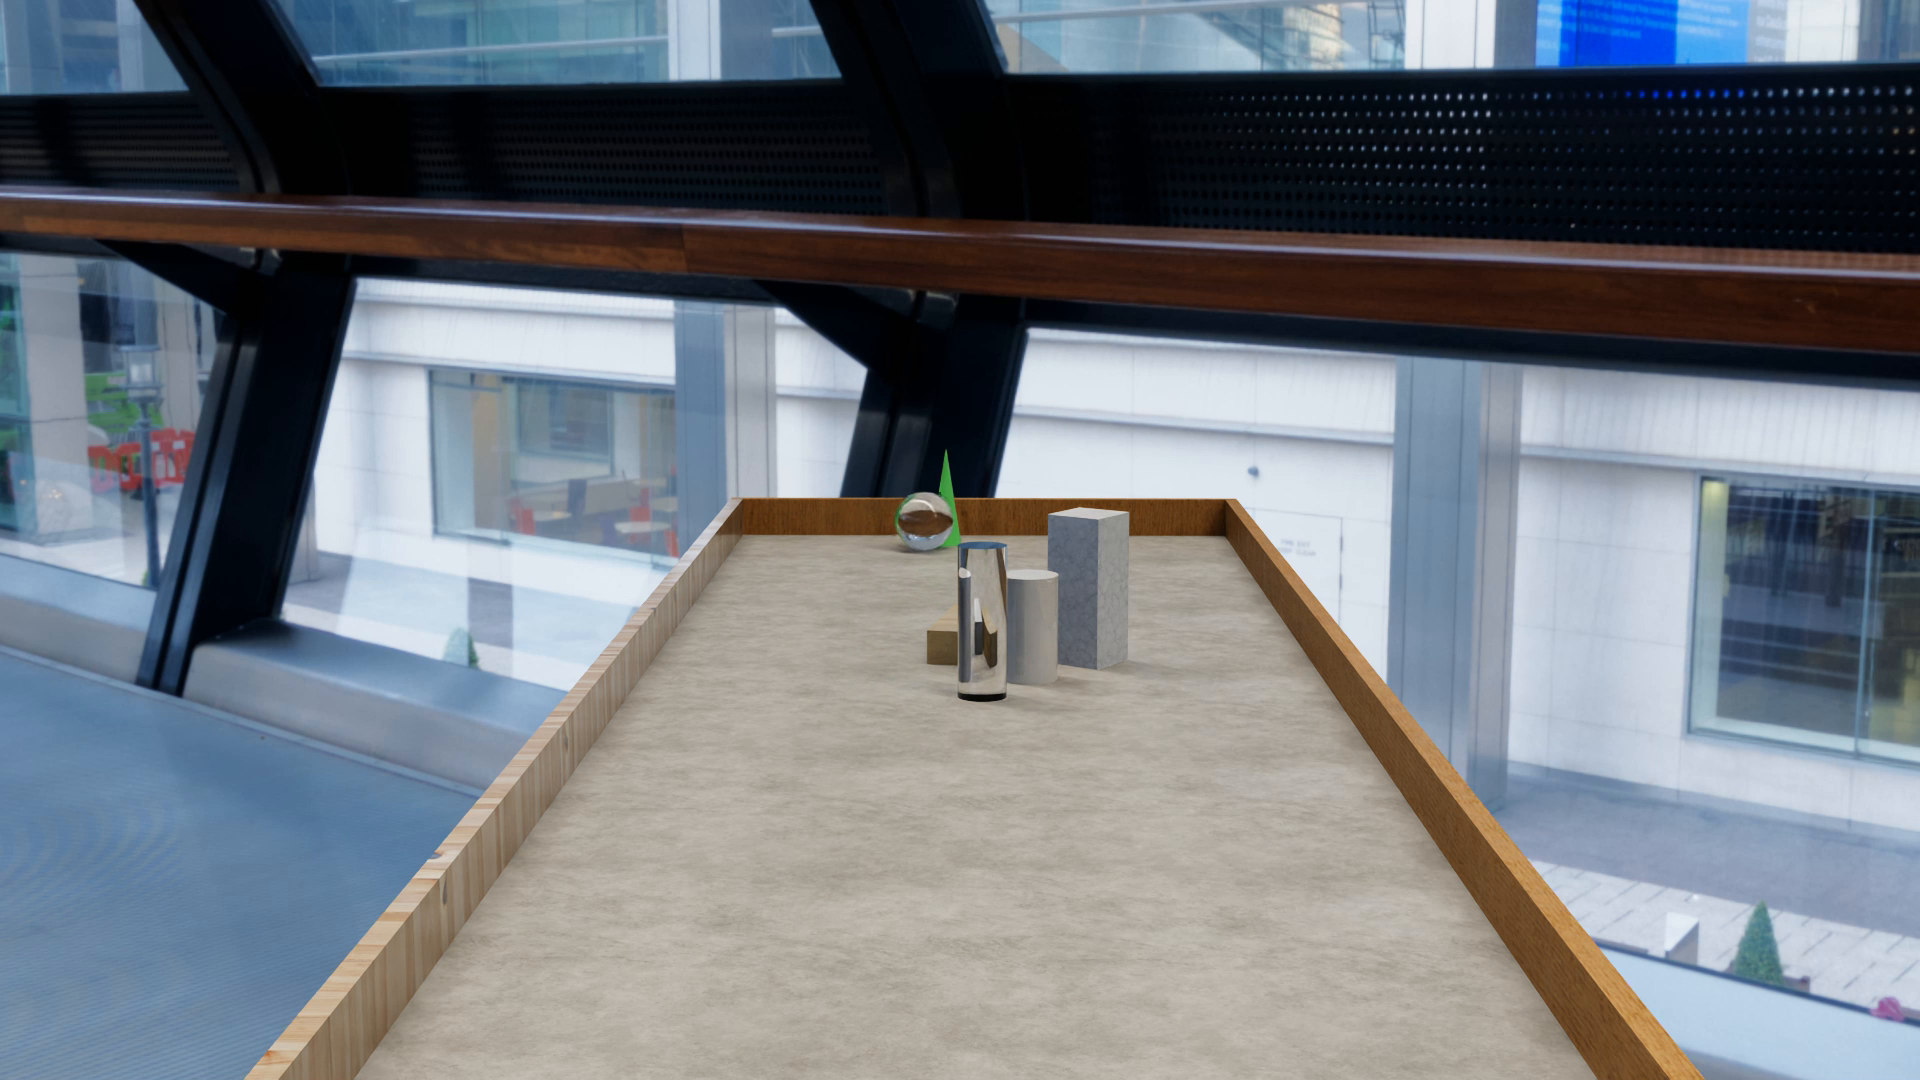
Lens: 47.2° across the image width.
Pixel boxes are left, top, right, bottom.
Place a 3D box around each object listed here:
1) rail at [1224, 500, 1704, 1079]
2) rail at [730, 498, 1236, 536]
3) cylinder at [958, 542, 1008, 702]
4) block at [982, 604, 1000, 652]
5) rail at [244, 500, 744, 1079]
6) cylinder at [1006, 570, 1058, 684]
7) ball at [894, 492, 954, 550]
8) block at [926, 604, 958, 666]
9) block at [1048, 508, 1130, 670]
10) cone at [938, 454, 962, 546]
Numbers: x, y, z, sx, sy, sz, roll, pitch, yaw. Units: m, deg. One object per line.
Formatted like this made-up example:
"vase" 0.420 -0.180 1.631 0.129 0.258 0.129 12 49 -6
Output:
"rail" 1.046 0.843 3.208 0.050 0.150 12.000 0 9 1
"rail" 0.099 -0.098 9.147 2.100 0.150 0.050 0 9 1
"cylinder" 0.063 0.229 6.186 0.139 0.432 0.139 0 9 0
"block" 0.163 0.266 6.998 0.104 0.104 0.392 2 9 13
"rail" -1.004 0.839 3.234 0.050 0.150 12.000 0 9 1
"cylinder" 0.200 0.253 6.423 0.172 0.310 0.172 0 9 0
"ball" -0.142 -0.076 8.738 0.235 0.235 0.235 0 9 0
"block" -0.007 0.292 6.835 0.104 0.104 0.435 2 9 11
"block" 0.387 0.144 6.649 0.178 0.455 0.178 6 11 35
"cone" -0.056 -0.178 8.877 0.124 0.394 0.124 0 9 0
